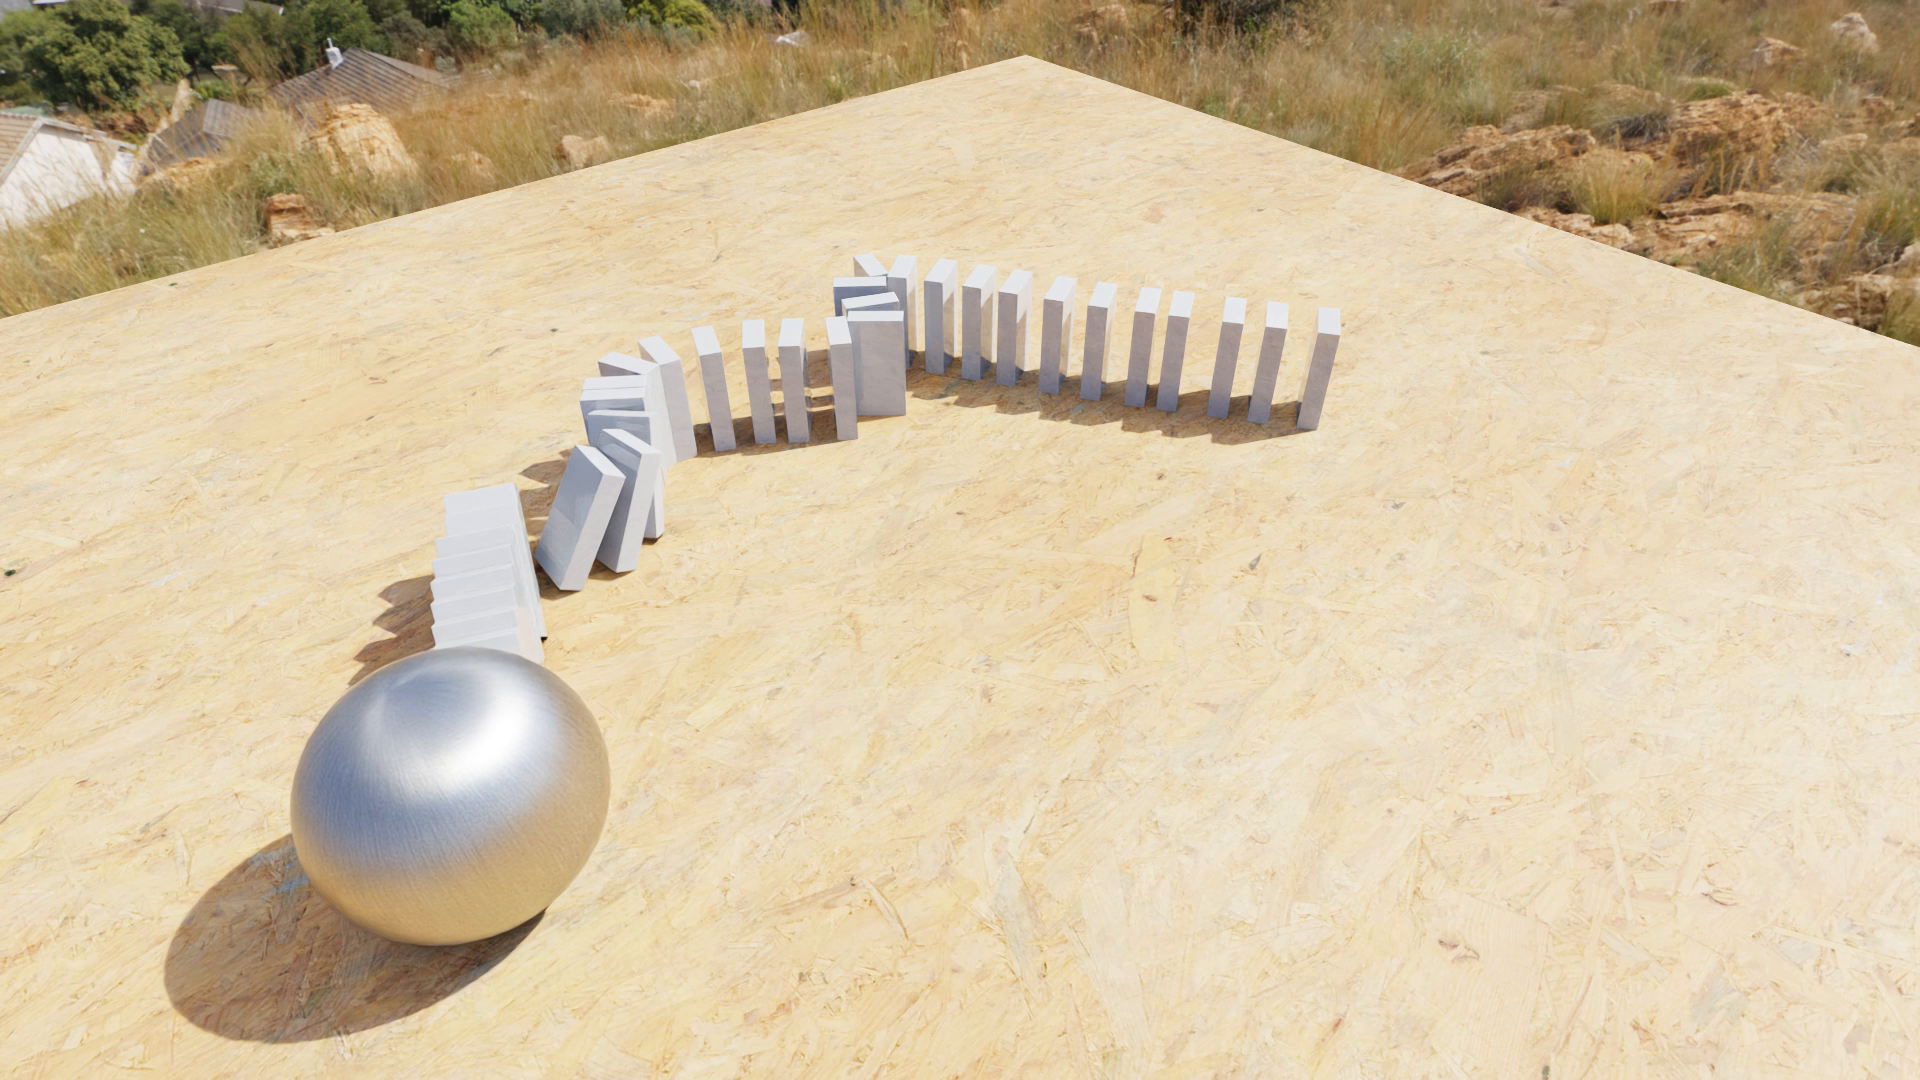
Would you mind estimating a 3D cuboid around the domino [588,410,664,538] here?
[{"bbox_3d":[-0.134,-0.027,0.444,0.025,0.050,0.009,3,18,3],"label":"domino"}]

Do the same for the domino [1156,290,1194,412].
[{"bbox_3d":[0.102,-0.089,0.520,0.009,0.050,0.025,9,40,11],"label":"domino"}]

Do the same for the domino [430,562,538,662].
[{"bbox_3d":[-0.158,0.035,0.370,0.025,0.050,0.009,-12,10,-15],"label":"domino"}]

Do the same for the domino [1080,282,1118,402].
[{"bbox_3d":[0.066,-0.095,0.527,0.010,0.050,0.025,11,40,13],"label":"domino"}]

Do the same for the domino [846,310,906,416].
[{"bbox_3d":[-0.038,-0.082,0.511,0.025,0.050,0.009,0,39,0],"label":"domino"}]

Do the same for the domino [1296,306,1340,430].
[{"bbox_3d":[0.165,-0.079,0.508,0.009,0.050,0.025,9,40,11],"label":"domino"}]

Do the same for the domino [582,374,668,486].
[{"bbox_3d":[-0.142,-0.045,0.467,0.025,0.050,0.009,-4,39,-5],"label":"domino"}]

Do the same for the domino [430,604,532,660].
[{"bbox_3d":[-0.150,0.048,0.354,0.025,0.050,0.009,-12,10,-15],"label":"domino"}]

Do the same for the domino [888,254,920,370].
[{"bbox_3d":[-0.028,-0.114,0.550,0.009,0.050,0.025,6,40,7],"label":"domino"}]

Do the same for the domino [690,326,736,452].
[{"bbox_3d":[-0.111,-0.068,0.494,0.009,0.050,0.025,-13,41,-15],"label":"domino"}]

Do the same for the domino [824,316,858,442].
[{"bbox_3d":[-0.054,-0.073,0.501,0.009,0.050,0.025,-7,40,-8],"label":"domino"}]

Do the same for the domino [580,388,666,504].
[{"bbox_3d":[-0.140,-0.038,0.457,0.025,0.050,0.010,-4,33,-5],"label":"domino"}]

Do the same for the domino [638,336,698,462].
[{"bbox_3d":[-0.129,-0.062,0.487,0.009,0.050,0.025,-23,45,-26],"label":"domino"}]

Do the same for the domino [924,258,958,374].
[{"bbox_3d":[-0.009,-0.111,0.547,0.009,0.050,0.025,11,40,13],"label":"domino"}]

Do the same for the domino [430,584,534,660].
[{"bbox_3d":[-0.154,0.042,0.362,0.025,0.050,0.009,-12,10,-15],"label":"domino"}]

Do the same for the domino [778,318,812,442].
[{"bbox_3d":[-0.074,-0.072,0.500,0.009,0.050,0.025,-2,39,-2],"label":"domino"}]

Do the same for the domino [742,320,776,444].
[{"bbox_3d":[-0.091,-0.071,0.499,0.009,0.050,0.025,-5,40,-7],"label":"domino"}]

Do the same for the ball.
[{"bbox_3d":[-0.138,0.069,0.303,0.080,0.080,0.080,0,39,0],"label":"ball"}]

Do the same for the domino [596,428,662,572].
[{"bbox_3d":[-0.134,-0.016,0.431,0.025,0.050,0.009,28,21,29],"label":"domino"}]

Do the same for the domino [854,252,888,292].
[{"bbox_3d":[-0.044,-0.115,0.552,0.009,0.050,0.025,-15,42,-18],"label":"domino"}]

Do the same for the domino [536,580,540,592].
[{"bbox_3d":[-0.185,0.006,0.436,0.025,0.010,0.050,-17,42,-20],"label":"domino"}]

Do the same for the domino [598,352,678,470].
[{"bbox_3d":[-0.140,-0.055,0.479,0.025,0.050,0.009,18,42,20],"label":"domino"}]

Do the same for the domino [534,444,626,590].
[{"bbox_3d":[-0.147,-0.008,0.424,0.010,0.050,0.025,7,24,-49],"label":"domino"}]

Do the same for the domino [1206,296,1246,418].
[{"bbox_3d":[0.125,-0.085,0.516,0.009,0.050,0.025,9,40,11],"label":"domino"}]

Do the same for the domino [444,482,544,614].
[{"bbox_3d":[-0.175,0.006,0.412,0.025,0.009,0.050,-12,83,-15],"label":"domino"}]

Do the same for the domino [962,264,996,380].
[{"bbox_3d":[0.009,-0.107,0.542,0.010,0.050,0.025,12,41,14],"label":"domino"}]

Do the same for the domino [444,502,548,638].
[{"bbox_3d":[-0.169,0.014,0.401,0.025,0.050,0.009,-12,-3,-15],"label":"domino"}]

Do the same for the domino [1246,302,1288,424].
[{"bbox_3d":[0.143,-0.082,0.512,0.010,0.050,0.025,9,40,11],"label":"domino"}]

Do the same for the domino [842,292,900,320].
[{"bbox_3d":[-0.041,-0.091,0.523,0.025,0.050,0.010,-11,41,-13],"label":"domino"}]

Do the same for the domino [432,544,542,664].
[{"bbox_3d":[-0.162,0.028,0.379,0.025,0.050,0.009,-12,9,-15],"label":"domino"}]

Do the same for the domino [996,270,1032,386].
[{"bbox_3d":[0.027,-0.103,0.538,0.009,0.050,0.025,13,41,15],"label":"domino"}]

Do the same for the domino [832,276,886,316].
[{"bbox_3d":[-0.048,-0.103,0.538,0.025,0.050,0.009,-2,39,-2],"label":"domino"}]

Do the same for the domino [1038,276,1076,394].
[{"bbox_3d":[0.047,-0.099,0.532,0.010,0.050,0.025,12,41,14],"label":"domino"}]

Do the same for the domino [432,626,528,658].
[{"bbox_3d":[-0.146,0.055,0.346,0.025,0.050,0.010,-12,10,-15],"label":"domino"}]

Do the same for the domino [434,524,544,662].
[{"bbox_3d":[-0.165,0.021,0.388,0.025,0.050,0.010,-12,7,-15],"label":"domino"}]

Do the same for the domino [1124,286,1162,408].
[{"bbox_3d":[0.087,-0.091,0.523,0.009,0.050,0.025,9,40,11],"label":"domino"}]
